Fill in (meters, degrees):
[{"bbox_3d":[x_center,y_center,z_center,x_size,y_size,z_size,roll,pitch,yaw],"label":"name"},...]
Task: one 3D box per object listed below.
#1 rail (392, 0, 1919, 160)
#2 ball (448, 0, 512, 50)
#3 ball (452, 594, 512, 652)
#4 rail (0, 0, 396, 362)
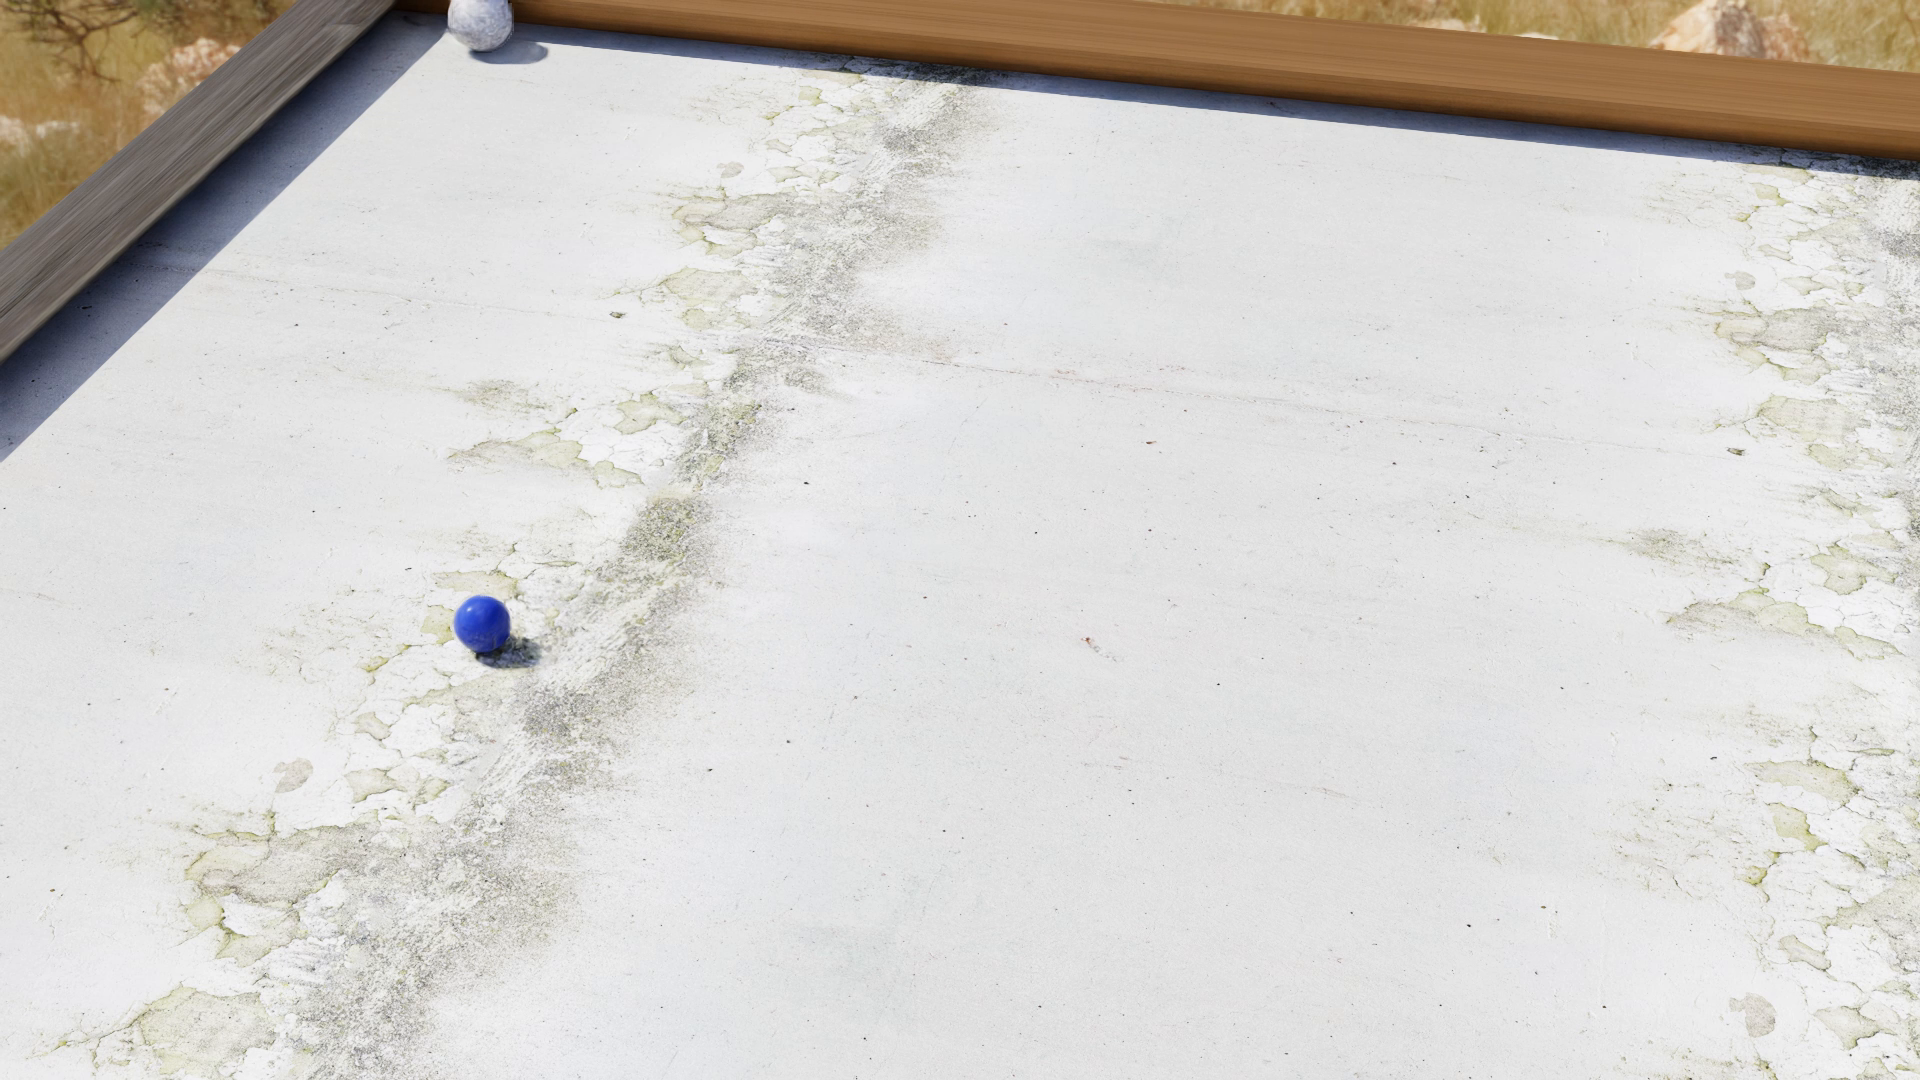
[{"bbox_3d":[1.103,-0.399,2.563,3.638,0.094,0.045,8,35,11],"label":"rail"},{"bbox_3d":[-0.533,-0.580,2.852,0.071,0.071,0.071,0,34,0],"label":"ball"},{"bbox_3d":[-0.358,0.063,1.925,0.044,0.044,0.044,0,34,0],"label":"ball"},{"bbox_3d":[-0.861,-0.133,2.168,0.045,0.094,1.903,8,35,11],"label":"rail"}]
